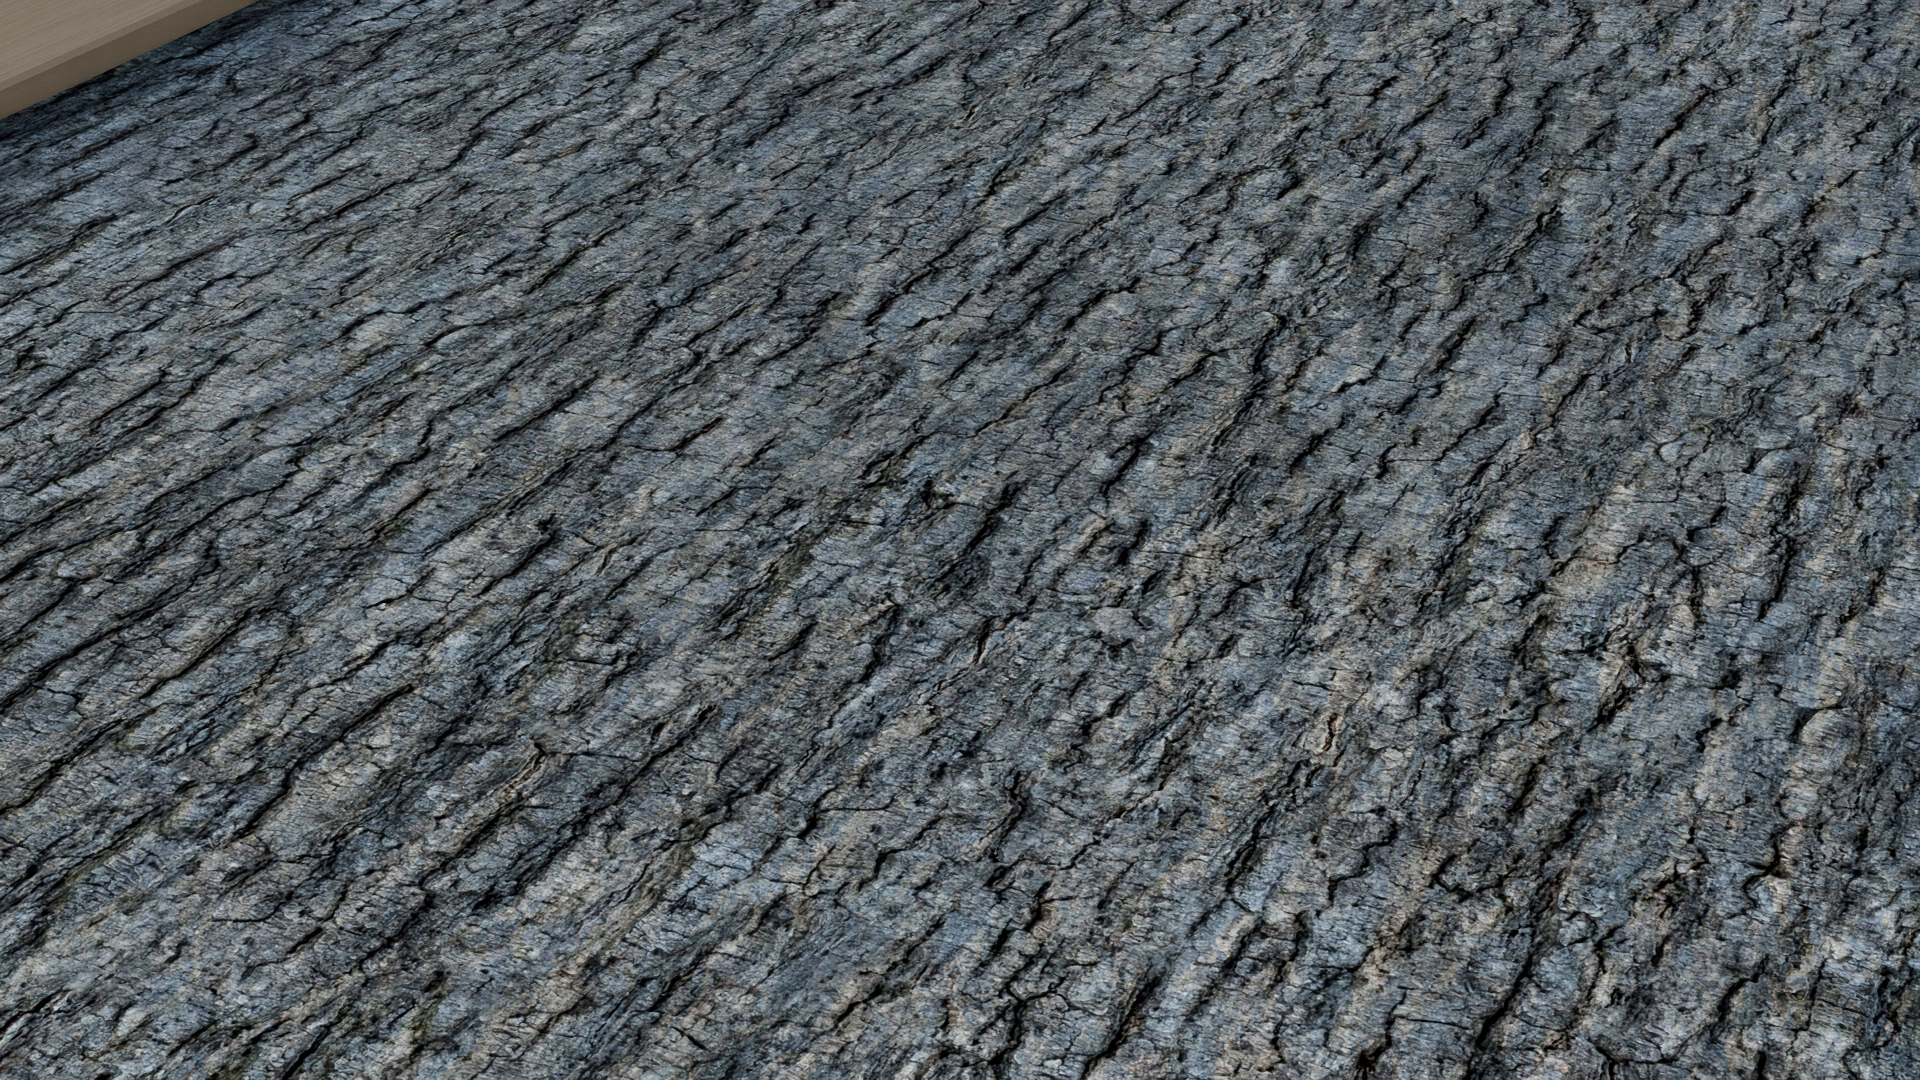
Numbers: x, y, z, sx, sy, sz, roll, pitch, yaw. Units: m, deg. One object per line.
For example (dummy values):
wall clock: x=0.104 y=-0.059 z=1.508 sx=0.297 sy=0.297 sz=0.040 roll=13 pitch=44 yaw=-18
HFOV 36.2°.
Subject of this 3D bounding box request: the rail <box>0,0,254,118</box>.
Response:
rail: x=-0.472 y=-0.647 z=2.823 sx=0.045 sy=0.093 sz=3.922 roll=13 pitch=31 yaw=22
